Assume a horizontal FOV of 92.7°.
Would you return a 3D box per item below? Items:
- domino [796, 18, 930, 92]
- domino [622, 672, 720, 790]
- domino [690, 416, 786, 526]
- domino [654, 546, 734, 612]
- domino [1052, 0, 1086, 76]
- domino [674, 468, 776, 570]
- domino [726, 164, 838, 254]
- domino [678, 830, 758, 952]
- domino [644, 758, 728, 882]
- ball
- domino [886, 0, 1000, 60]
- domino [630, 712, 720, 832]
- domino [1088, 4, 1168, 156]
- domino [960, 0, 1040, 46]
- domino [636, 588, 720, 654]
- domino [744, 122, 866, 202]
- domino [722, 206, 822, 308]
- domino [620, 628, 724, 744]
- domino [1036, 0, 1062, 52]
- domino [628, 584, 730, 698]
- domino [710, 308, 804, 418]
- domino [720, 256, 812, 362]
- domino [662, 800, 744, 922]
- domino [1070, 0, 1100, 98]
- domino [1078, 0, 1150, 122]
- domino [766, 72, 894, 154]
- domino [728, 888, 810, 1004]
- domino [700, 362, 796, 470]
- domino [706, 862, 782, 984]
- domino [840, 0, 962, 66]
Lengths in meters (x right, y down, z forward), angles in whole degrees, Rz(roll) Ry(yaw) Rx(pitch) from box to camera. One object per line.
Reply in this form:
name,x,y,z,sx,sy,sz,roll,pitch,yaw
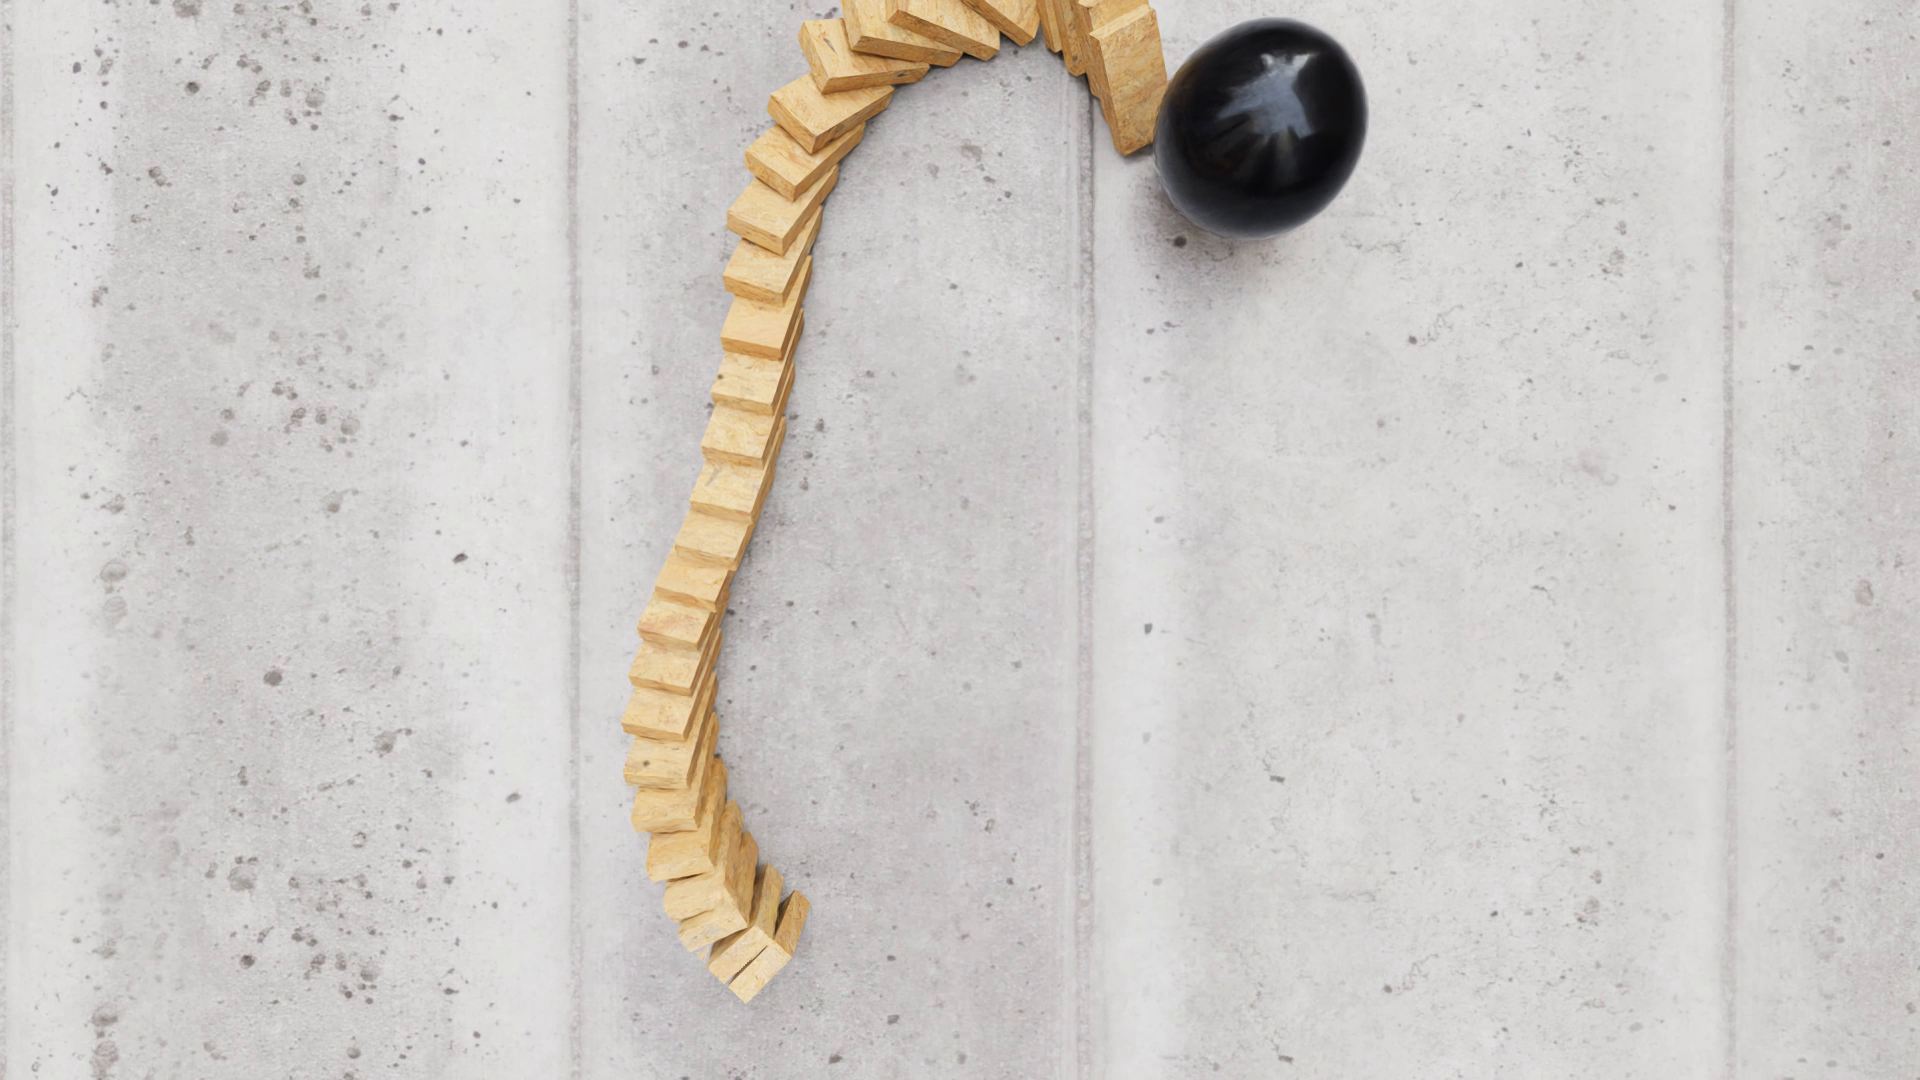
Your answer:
domino,-0.040,-0.204,0.383,0.050,0.010,0.025,-24,90,-30
domino,-0.119,0.077,0.380,0.025,0.010,0.050,5,48,0
domino,-0.092,-0.032,0.383,0.025,0.009,0.050,12,58,0
domino,-0.105,0.004,0.383,0.025,0.010,0.050,15,57,0
domino,0.052,-0.223,0.378,0.025,0.050,0.009,-27,47,-2
domino,-0.097,-0.013,0.383,0.025,0.009,0.050,14,58,0
domino,-0.074,-0.144,0.384,0.025,0.009,0.050,25,62,1
domino,-0.098,0.142,0.375,0.025,0.050,0.010,-24,109,0
domino,-0.112,0.114,0.377,0.025,0.050,0.009,-11,125,0
ball,0.117,-0.160,0.360,0.080,0.080,0.080,0,90,0
domino,-0.007,-0.222,0.381,0.050,0.010,0.025,1,86,-35
domino,-0.117,0.095,0.379,0.025,0.050,0.009,-2,134,0
domino,0.072,-0.189,0.379,0.025,0.050,0.010,-29,47,0
domino,0.013,-0.233,0.382,0.050,0.010,0.025,20,84,-32
domino,-0.112,0.020,0.382,0.025,0.009,0.050,15,56,0
domino,-0.065,-0.166,0.384,0.025,0.009,0.050,36,62,0
domino,-0.078,-0.123,0.385,0.025,0.010,0.050,17,64,0
domino,-0.119,0.058,0.381,0.025,0.010,0.050,11,52,0
domino,0.043,-0.233,0.378,0.025,0.050,0.010,-27,47,-2
domino,-0.116,0.039,0.382,0.025,0.010,0.050,12,55,0
domino,-0.084,-0.077,0.385,0.025,0.009,0.050,12,64,0
domino,-0.081,-0.100,0.385,0.025,0.009,0.050,12,65,0
domino,-0.104,0.130,0.375,0.025,0.050,0.010,-20,115,0
domino,0.062,-0.213,0.379,0.025,0.050,0.010,-29,47,0
domino,0.068,-0.201,0.379,0.025,0.050,0.010,-29,47,0
domino,-0.054,-0.184,0.383,0.025,0.010,0.050,43,59,0
domino,-0.077,0.165,0.375,0.009,0.050,0.025,45,90,-1
domino,-0.088,-0.055,0.384,0.025,0.010,0.050,12,62,0
domino,-0.087,0.155,0.375,0.025,0.050,0.009,-41,100,0
domino,-0.024,-0.215,0.381,0.050,0.009,0.025,-11,87,-36
